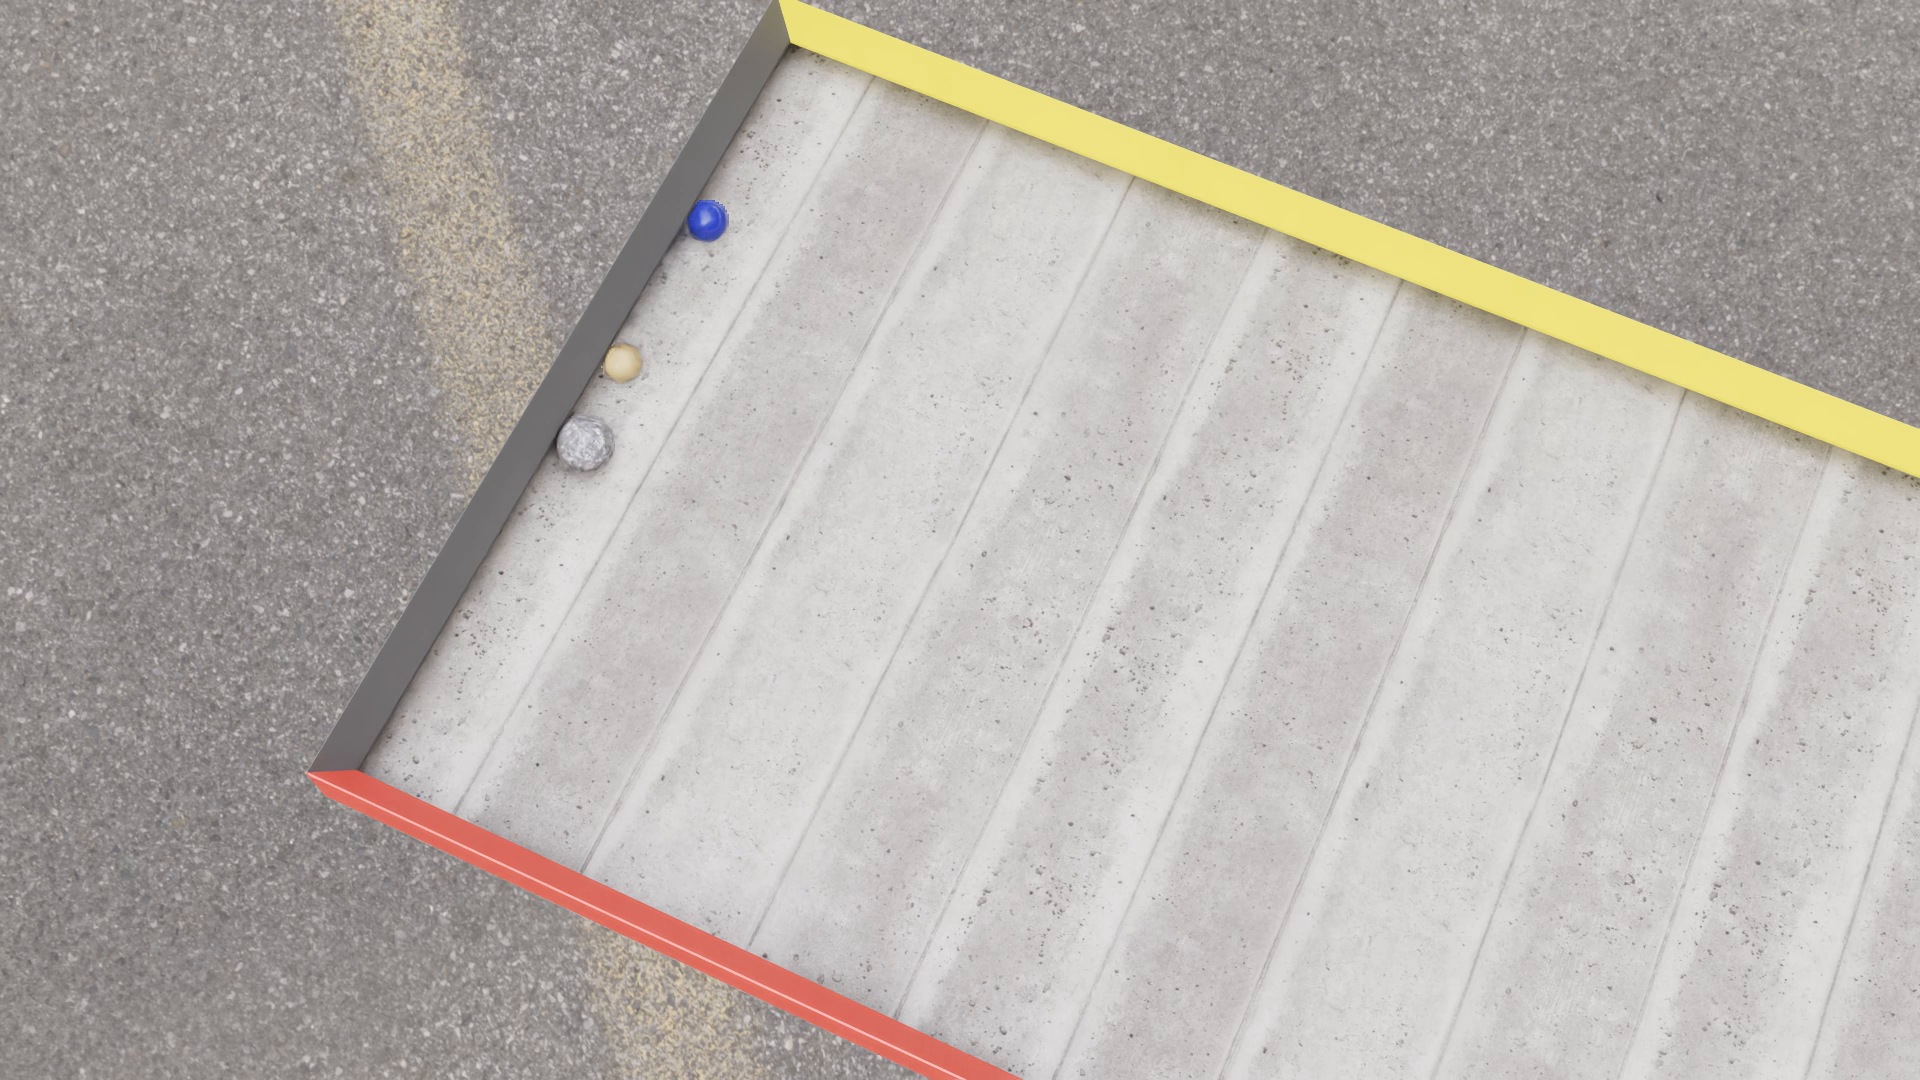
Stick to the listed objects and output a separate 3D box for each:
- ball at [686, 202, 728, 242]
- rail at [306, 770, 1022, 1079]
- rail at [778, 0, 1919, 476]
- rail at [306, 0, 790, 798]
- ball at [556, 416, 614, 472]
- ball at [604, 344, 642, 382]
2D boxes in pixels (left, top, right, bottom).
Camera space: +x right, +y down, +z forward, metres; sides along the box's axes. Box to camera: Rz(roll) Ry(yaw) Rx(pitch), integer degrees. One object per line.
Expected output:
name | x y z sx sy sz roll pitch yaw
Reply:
ball | -0.433 -0.544 3.763 0.069 0.069 0.069 0 67 0
rail | 0.332 0.900 3.107 2.860 0.119 0.045 23 68 10
rail | 0.968 -0.368 3.658 2.860 0.119 0.045 23 68 10
rail | -0.628 -0.273 3.617 0.045 0.119 1.570 23 68 10
ball | -0.610 -0.156 3.582 0.092 0.092 0.092 0 67 0
ball | -0.561 -0.295 3.657 0.064 0.064 0.064 0 67 0
